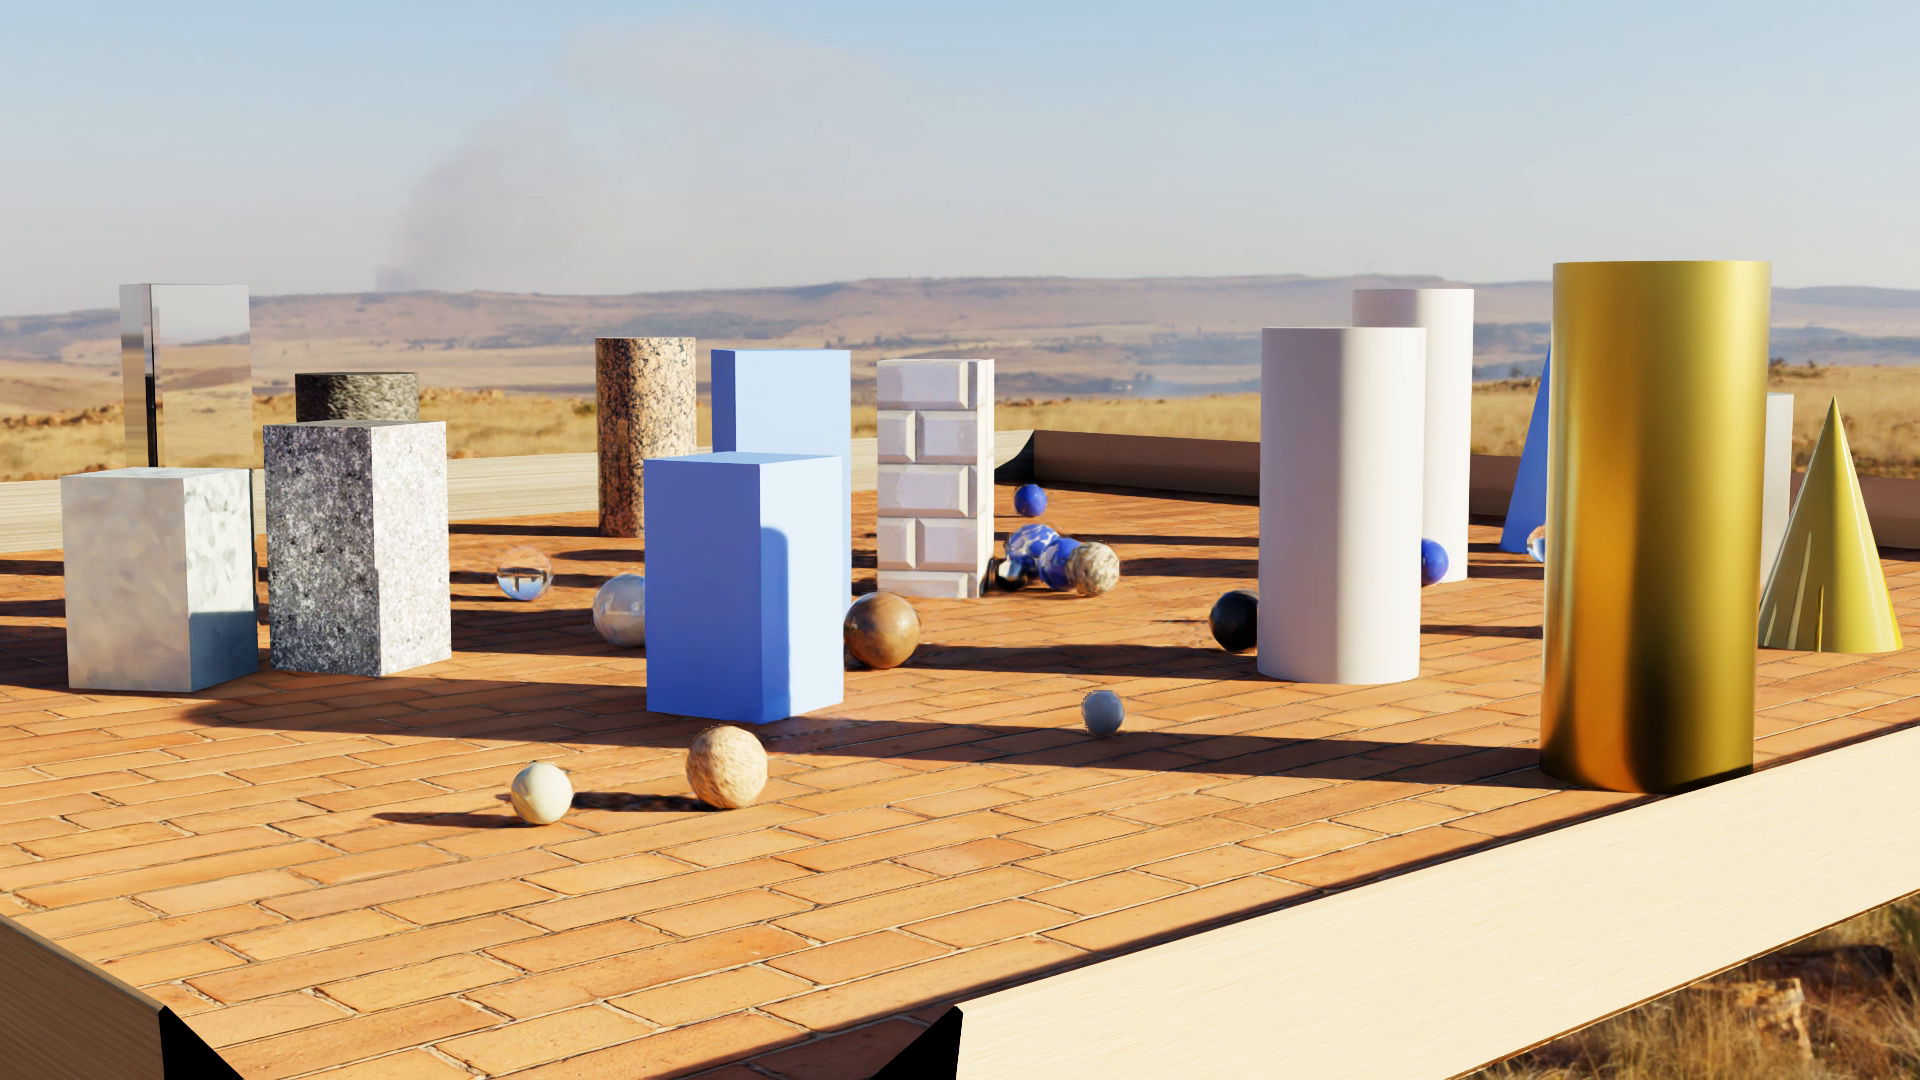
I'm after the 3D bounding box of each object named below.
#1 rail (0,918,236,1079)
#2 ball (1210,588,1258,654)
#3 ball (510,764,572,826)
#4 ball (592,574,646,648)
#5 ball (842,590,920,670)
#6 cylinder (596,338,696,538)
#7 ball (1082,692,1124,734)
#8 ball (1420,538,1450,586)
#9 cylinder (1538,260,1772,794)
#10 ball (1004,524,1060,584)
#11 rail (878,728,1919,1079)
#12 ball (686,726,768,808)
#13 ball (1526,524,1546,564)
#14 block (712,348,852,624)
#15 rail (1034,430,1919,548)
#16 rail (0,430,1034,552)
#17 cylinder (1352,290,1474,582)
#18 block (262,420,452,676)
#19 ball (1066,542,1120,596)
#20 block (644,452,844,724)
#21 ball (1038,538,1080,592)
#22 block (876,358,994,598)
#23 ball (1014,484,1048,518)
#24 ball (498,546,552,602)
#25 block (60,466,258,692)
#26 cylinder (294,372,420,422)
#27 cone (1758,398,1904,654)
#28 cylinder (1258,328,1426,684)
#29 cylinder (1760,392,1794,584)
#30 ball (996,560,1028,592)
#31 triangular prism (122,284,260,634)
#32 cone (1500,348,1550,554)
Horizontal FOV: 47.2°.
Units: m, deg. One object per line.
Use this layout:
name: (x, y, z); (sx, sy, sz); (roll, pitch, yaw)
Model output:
rail: (-1.345, 0.162, 2.098); (0.045, 0.128, 3.439); (-5, 8, -42)
ball: (0.367, 0.106, 2.860); (0.084, 0.084, 0.084); (0, 6, 0)
ball: (-0.363, 0.221, 1.909); (0.053, 0.053, 0.053); (0, 6, 0)
ball: (-0.438, 0.094, 2.911); (0.098, 0.098, 0.098); (0, 6, 0)
ball: (-0.098, 0.112, 2.738); (0.097, 0.097, 0.097); (0, 6, 0)
cylinder: (-0.625, -0.208, 4.389); (0.197, 0.391, 0.197); (0, 6, 0)
ball: (0.151, 0.182, 2.316); (0.045, 0.045, 0.045); (0, 6, 0)
ball: (0.752, 0.036, 3.559); (0.079, 0.079, 0.079); (0, 6, 0)
cylinder: (0.662, -0.018, 2.101); (0.197, 0.489, 0.197); (0, 6, 0)
ball: (0.121, 0.023, 3.572); (0.099, 0.099, 0.099); (0, 6, 0)
rail: (1.150, 0.163, 2.092); (3.707, 0.128, 0.045); (-5, 8, -42)
ball: (-0.209, 0.204, 1.971); (0.074, 0.074, 0.074); (0, 6, 0)
ball: (1.035, 0.007, 3.881); (0.068, 0.068, 0.068); (0, 6, 0)
block: (-0.248, -0.067, 3.043); (0.158, 0.391, 0.158); (-2, 6, -18)
rail: (1.345, -0.095, 4.566); (0.045, 0.128, 3.439); (-5, 8, -42)
rail: (-1.150, -0.096, 4.571); (3.707, 0.128, 0.045); (-5, 8, -42)
cylinder: (0.752, -0.178, 3.676); (0.197, 0.479, 0.197); (0, 6, 0)
block: (-0.756, 0.005, 2.767); (0.158, 0.304, 0.158); (2, 6, 20)
ball: (0.206, 0.045, 3.417); (0.085, 0.085, 0.085); (0, 6, 0)
block: (-0.241, 0.048, 2.467); (0.158, 0.281, 0.158); (3, 7, 30)
ball: (0.166, 0.039, 3.492); (0.086, 0.086, 0.086); (0, 6, 0)
block: (-0.037, -0.101, 3.482); (0.158, 0.367, 0.158); (1, 6, 10)
ball: (0.151, -0.084, 4.738); (0.073, 0.073, 0.073); (0, 6, 0)
ball: (-0.668, 0.052, 3.379); (0.084, 0.084, 0.084); (0, 6, 0)
block: (-0.962, 0.044, 2.652); (0.158, 0.251, 0.158); (1, 6, 11)
cylinder: (-1.000, -0.107, 3.664); (0.197, 0.341, 0.197); (0, 6, 0)
cone: (1.165, -0.029, 2.948); (0.197, 0.333, 0.197); (0, 6, 0)
cylinder: (0.468, -0.048, 2.701); (0.197, 0.423, 0.197); (0, 6, 0)
cylinder: (1.276, -0.090, 3.660); (0.197, 0.307, 0.197); (0, 6, 0)
ball: (0.082, 0.057, 3.491); (0.050, 0.050, 0.050); (0, 6, 0)
triangular prism: (-1.030, -0.104, 2.972); (0.148, 0.479, 0.171); (-3, 7, -30)
cone: (1.109, -0.209, 4.087); (0.197, 0.456, 0.197); (0, 6, 0)
